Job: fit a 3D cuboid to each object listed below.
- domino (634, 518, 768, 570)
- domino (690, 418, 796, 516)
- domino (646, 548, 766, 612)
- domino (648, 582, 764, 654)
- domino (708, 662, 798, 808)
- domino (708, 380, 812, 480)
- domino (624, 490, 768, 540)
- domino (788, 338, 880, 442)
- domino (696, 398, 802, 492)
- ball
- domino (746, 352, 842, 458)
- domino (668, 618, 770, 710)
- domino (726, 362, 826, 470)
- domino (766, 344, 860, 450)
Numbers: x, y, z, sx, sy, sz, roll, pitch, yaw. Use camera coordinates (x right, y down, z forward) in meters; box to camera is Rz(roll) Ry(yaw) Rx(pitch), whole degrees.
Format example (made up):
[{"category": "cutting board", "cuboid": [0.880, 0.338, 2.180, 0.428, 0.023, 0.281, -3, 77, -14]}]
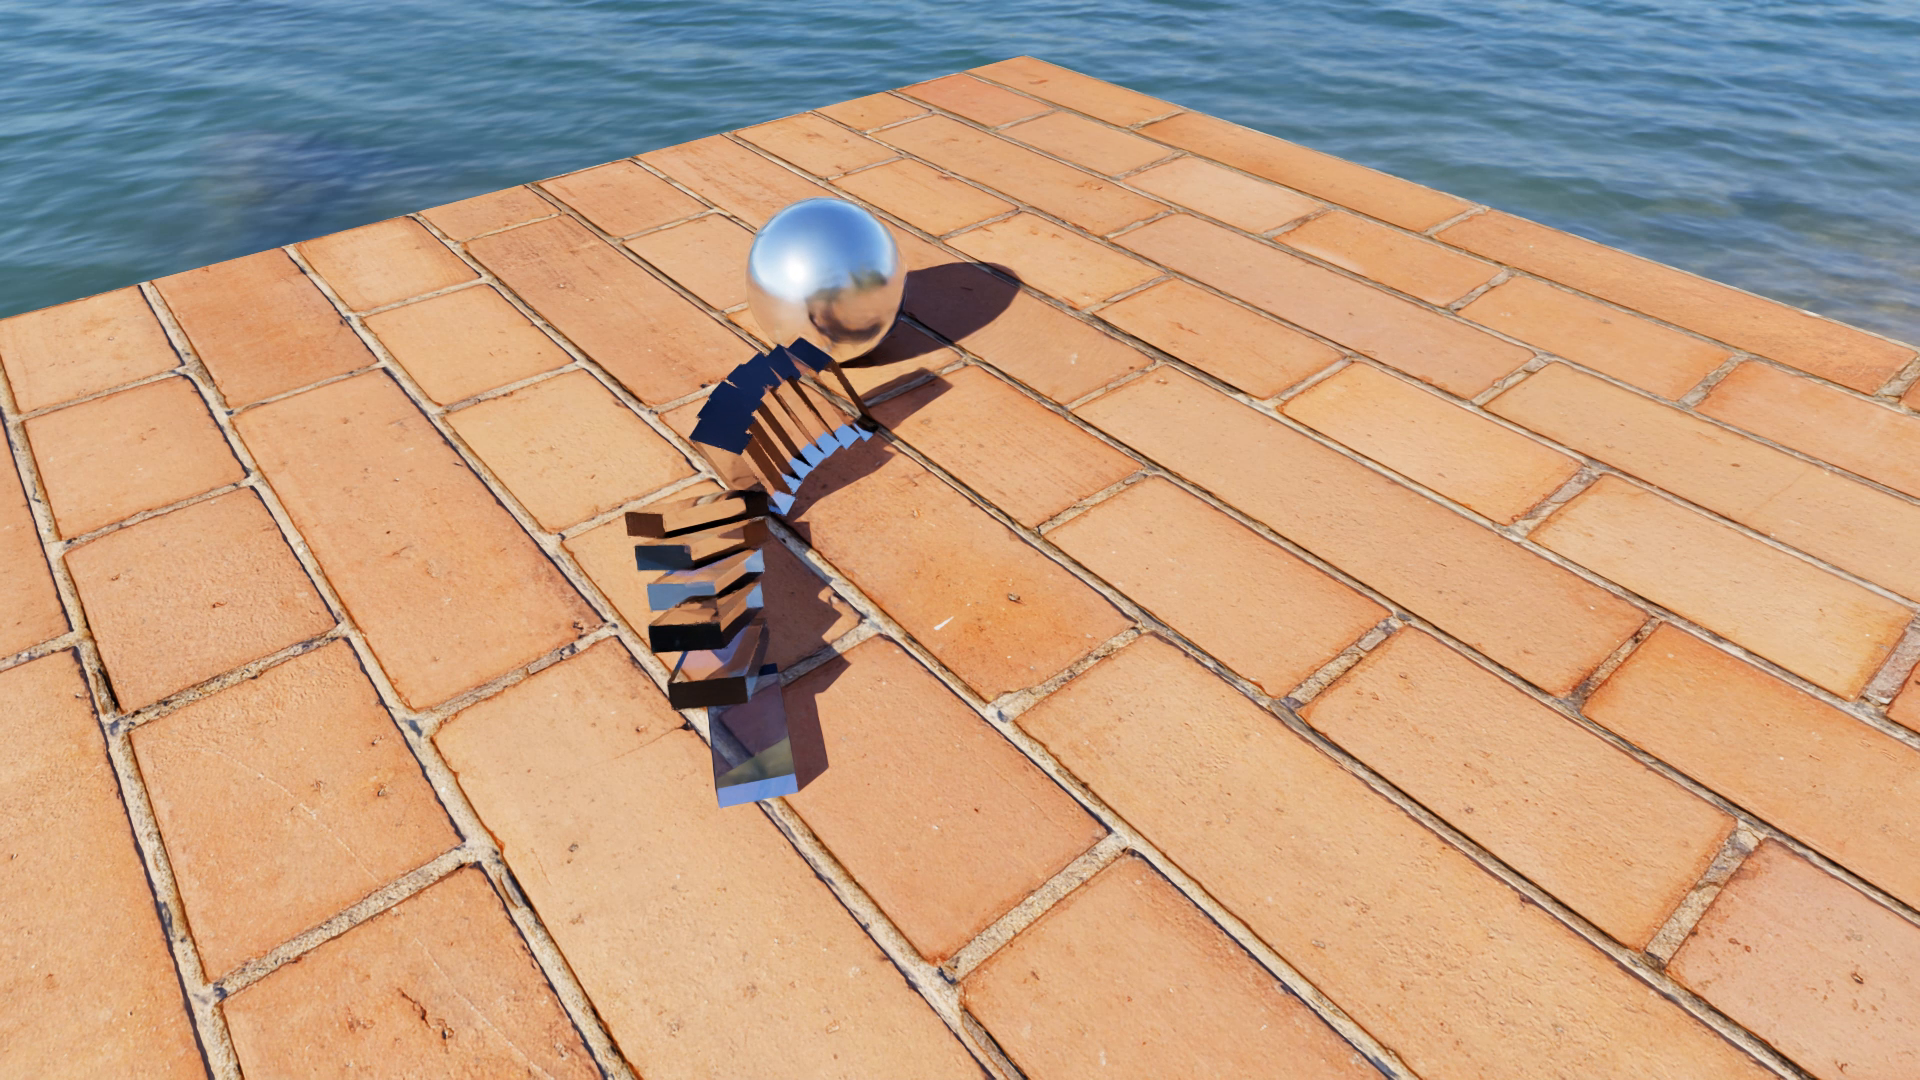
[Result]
[{"category": "domino", "cuboid": [-0.098, 0.001, 0.422, 0.025, 0.009, 0.050, -1, 12, 23]}, {"category": "domino", "cuboid": [-0.088, -0.029, 0.447, 0.025, 0.050, 0.009, 18, 69, 21]}, {"category": "domino", "cuboid": [-0.093, 0.014, 0.407, 0.025, 0.009, 0.050, -3, 13, 10]}, {"category": "domino", "cuboid": [-0.089, 0.027, 0.391, 0.025, 0.009, 0.050, -4, 12, 6]}, {"category": "domino", "cuboid": [-0.070, 0.064, 0.366, 0.025, 0.010, 0.050, -9, 40, -11]}, {"category": "domino", "cuboid": [-0.084, -0.045, 0.467, 0.025, 0.050, 0.010, 28, 73, 30]}, {"category": "domino", "cuboid": [-0.104, -0.011, 0.436, 0.025, 0.010, 0.050, 4, 14, 40]}, {"category": "domino", "cuboid": [-0.057, -0.067, 0.494, 0.010, 0.050, 0.025, -47, 54, -10]}, {"category": "domino", "cuboid": [-0.087, -0.037, 0.458, 0.025, 0.050, 0.010, 23, 71, 25]}, {"category": "ball", "cuboid": [-0.066, -0.127, 0.543, 0.080, 0.080, 0.080, 0, 39, 0]}, {"category": "domino", "cuboid": [-0.073, -0.059, 0.484, 0.010, 0.050, 0.025, -47, 54, -10]}, {"category": "domino", "cuboid": [-0.082, 0.042, 0.377, 0.025, 0.010, 0.050, -6, 18, 0]}, {"category": "domino", "cuboid": [-0.079, -0.053, 0.477, 0.009, 0.050, 0.025, -47, 54, -10]}, {"category": "domino", "cuboid": [-0.065, -0.063, 0.489, 0.010, 0.050, 0.025, -47, 54, -10]}]
